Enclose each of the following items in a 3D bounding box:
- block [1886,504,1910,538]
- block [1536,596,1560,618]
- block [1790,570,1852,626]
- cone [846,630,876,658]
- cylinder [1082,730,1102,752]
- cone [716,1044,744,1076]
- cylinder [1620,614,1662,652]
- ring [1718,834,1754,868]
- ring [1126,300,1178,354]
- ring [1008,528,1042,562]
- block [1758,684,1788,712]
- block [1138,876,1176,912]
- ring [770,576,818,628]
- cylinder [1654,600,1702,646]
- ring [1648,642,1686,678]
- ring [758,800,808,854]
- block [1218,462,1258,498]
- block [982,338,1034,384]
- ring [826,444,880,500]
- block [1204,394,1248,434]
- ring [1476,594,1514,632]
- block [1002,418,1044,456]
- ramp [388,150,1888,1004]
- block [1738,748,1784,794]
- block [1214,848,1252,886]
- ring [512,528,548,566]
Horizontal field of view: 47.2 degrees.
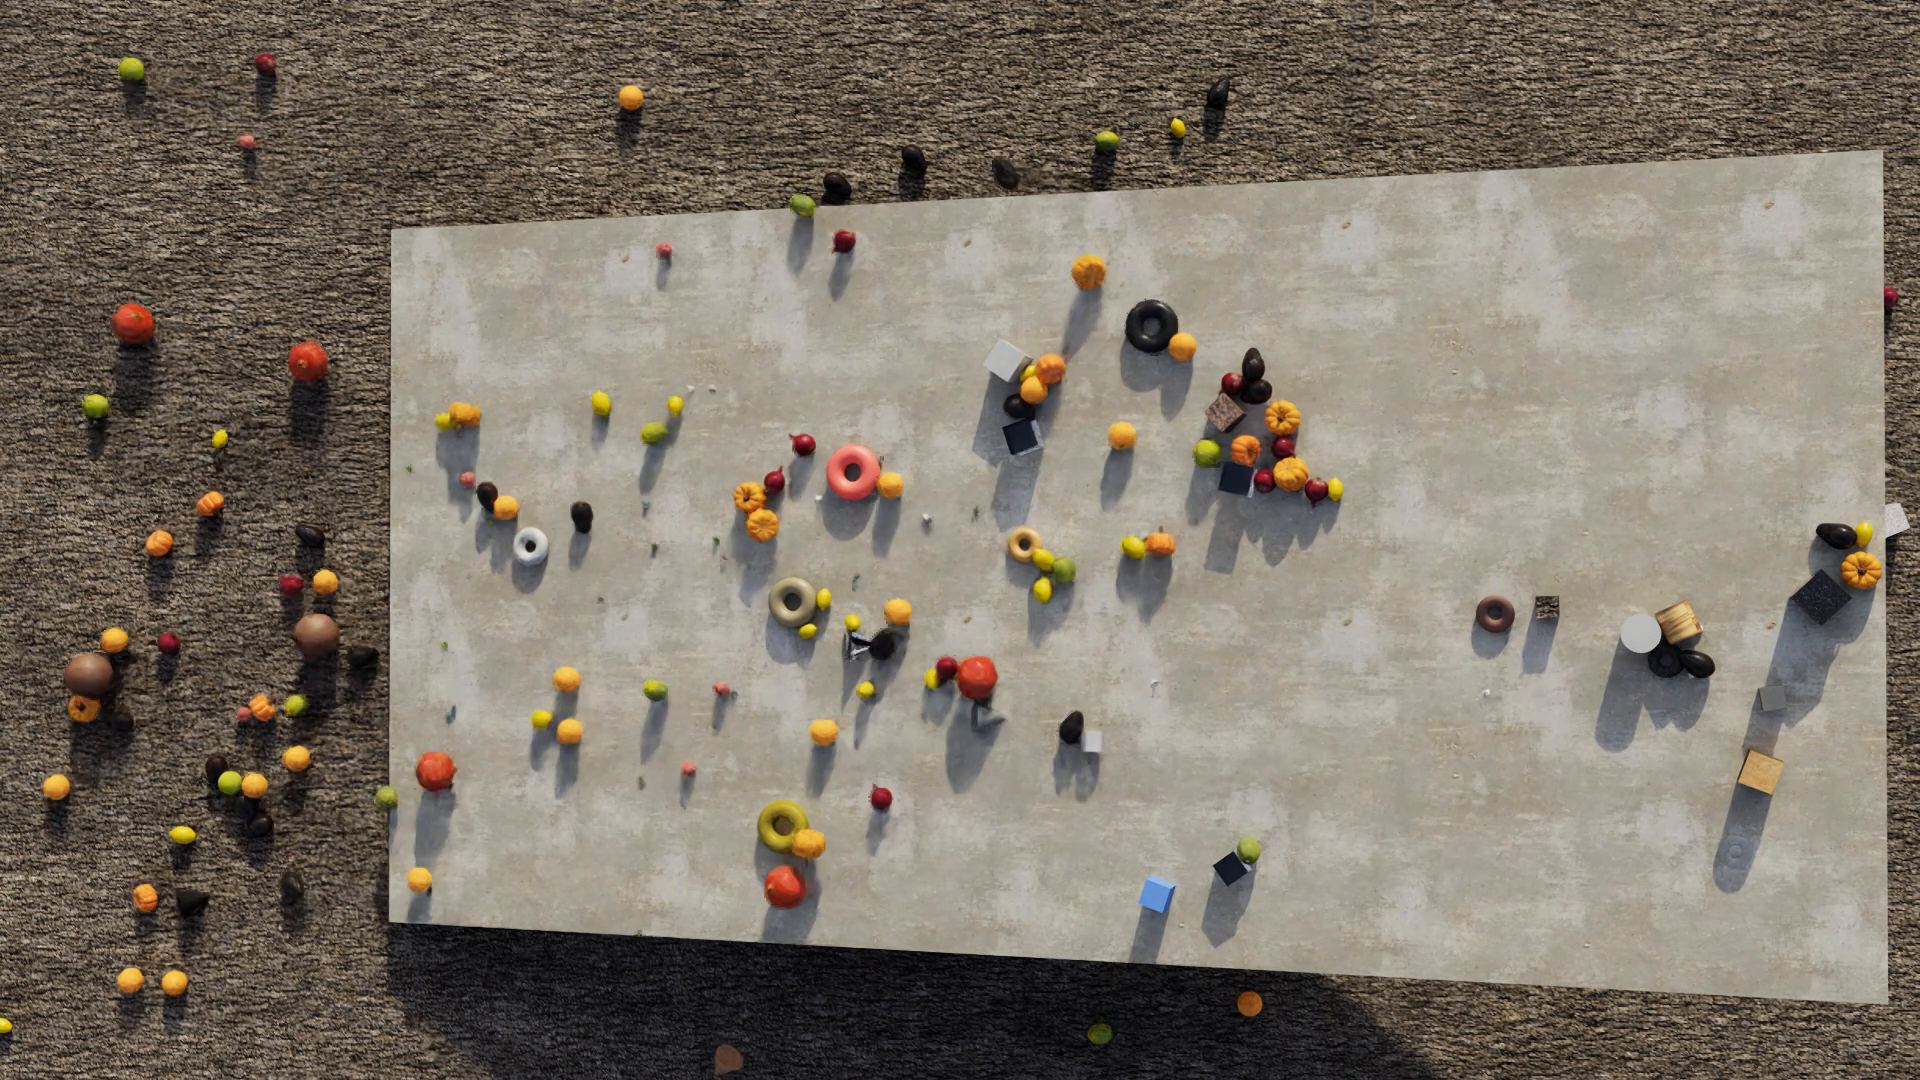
[{"bbox_3d":[2.704,-0.056,6.414,0.077,0.077,0.077,-23,89,0],"label":"block"},{"bbox_3d":[1.430,0.163,5.351,0.053,0.053,0.053,-2,89,18],"label":"block"},{"bbox_3d":[2.013,0.134,5.146,0.093,0.093,0.093,-46,77,12],"label":"block"},{"bbox_3d":[-0.263,0.279,5.895,0.080,0.080,0.080,3,89,-9],"label":"cone"},{"bbox_3d":[0.341,0.521,5.691,0.053,0.053,0.053,0,89,0],"label":"cylinder"},{"bbox_3d":[-0.692,1.536,6.410,0.089,0.089,0.089,36,116,0],"label":"cone"},{"bbox_3d":[1.631,0.223,5.266,0.092,0.092,0.092,0,89,18],"label":"cylinder"},{"bbox_3d":[1.844,0.739,5.225,0.083,0.028,0.083,-1,87,21],"label":"ring"},{"bbox_3d":[0.494,-0.550,5.662,0.139,0.046,0.139,0,90,17],"label":"ring"},{"bbox_3d":[0.170,0.013,5.764,0.094,0.031,0.094,-1,88,19],"label":"ring"},{"bbox_3d":[1.919,0.373,5.193,0.054,0.054,0.054,-11,86,17],"label":"block"},{"bbox_3d":[0.504,0.907,5.627,0.066,0.066,0.066,20,95,17],"label":"block"},{"bbox_3d":[-0.452,0.169,5.951,0.140,0.047,0.140,0,90,17],"label":"ring"},{"bbox_3d":[1.713,0.196,5.245,0.083,0.083,0.083,-25,82,0],"label":"cylinder"},{"bbox_3d":[1.695,0.289,5.278,0.086,0.029,0.086,-1,88,14],"label":"ring"},{"bbox_3d":[-0.478,0.777,5.949,0.148,0.049,0.148,0,90,17],"label":"ring"},{"bbox_3d":[0.705,-0.154,5.574,0.075,0.075,0.075,14,93,17],"label":"block"},{"bbox_3d":[0.126,-0.467,5.758,0.083,0.083,0.083,36,99,15],"label":"block"},{"bbox_3d":[-0.287,-0.181,5.902,0.150,0.050,0.150,0,90,16],"label":"ring"},{"bbox_3d":[0.675,-0.322,5.588,0.071,0.071,0.071,-44,77,12],"label":"block"},{"bbox_3d":[1.315,0.181,5.399,0.093,0.031,0.093,0,90,17],"label":"ring"},{"bbox_3d":[0.166,-0.269,5.746,0.076,0.076,0.076,-20,83,16],"label":"block"},{"bbox_3d":[0.275,0.093,5.798,4.000,0.100,2.000,0,89,18],"label":"ramp"},{"bbox_3d":[1.888,0.545,5.187,0.079,0.079,0.079,21,95,17],"label":"block"},{"bbox_3d":[0.690,0.830,5.571,0.064,0.064,0.064,-38,79,14],"label":"block"},{"bbox_3d":[-1.210,0.018,6.199,0.109,0.036,0.109,-1,88,18],"label":"ring"}]
